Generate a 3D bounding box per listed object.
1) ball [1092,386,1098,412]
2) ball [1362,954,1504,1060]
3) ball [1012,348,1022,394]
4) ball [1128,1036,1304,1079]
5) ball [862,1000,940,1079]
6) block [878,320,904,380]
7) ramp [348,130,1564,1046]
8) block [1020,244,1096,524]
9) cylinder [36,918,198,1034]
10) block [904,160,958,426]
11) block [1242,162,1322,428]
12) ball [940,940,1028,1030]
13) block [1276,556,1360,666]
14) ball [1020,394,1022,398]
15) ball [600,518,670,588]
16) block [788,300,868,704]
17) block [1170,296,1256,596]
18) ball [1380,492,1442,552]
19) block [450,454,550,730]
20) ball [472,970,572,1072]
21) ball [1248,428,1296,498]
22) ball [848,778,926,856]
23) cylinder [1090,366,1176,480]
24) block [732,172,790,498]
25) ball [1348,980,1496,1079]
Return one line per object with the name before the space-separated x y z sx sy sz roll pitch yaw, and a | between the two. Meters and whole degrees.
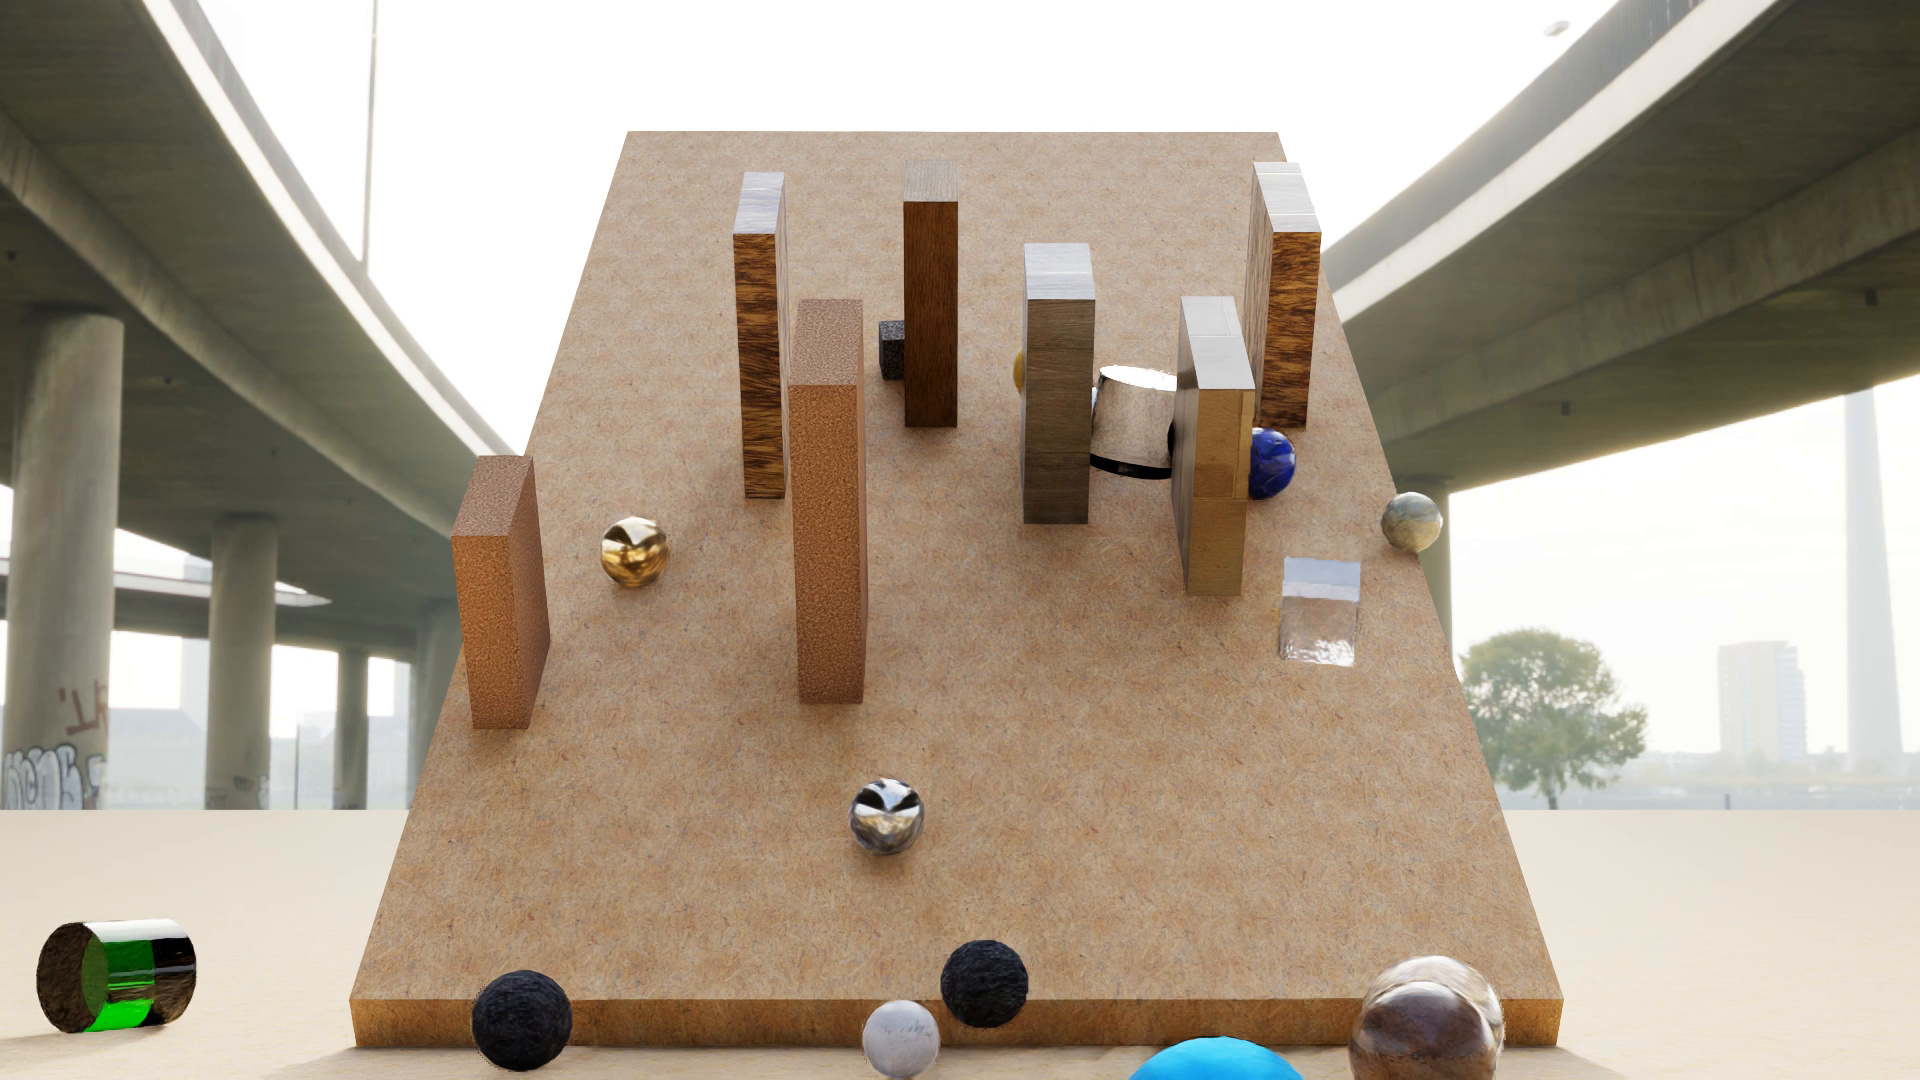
ball | 0.314 -0.281 5.614 0.149 0.149 0.149 0 -6 0
ball | 0.645 0.666 3.312 0.194 0.194 0.194 0 -6 0
ball | 0.202 -0.389 5.568 0.164 0.164 0.164 0 -6 0
ball | 0.225 0.534 2.111 0.197 0.197 0.197 0 -6 0
ball | -0.086 0.732 3.543 0.113 0.113 0.113 0 -6 0
block | -0.141 -0.470 5.976 0.109 0.109 0.109 -4 30 -6
ramp | -0.013 -0.208 5.734 2.000 0.100 4.000 0 30 0
block | 0.211 -0.344 5.329 0.142 0.544 0.294 0 30 0
cylinder | -1.507 0.777 4.325 0.193 0.193 0.193 -4 -7 31
block | -0.068 -0.579 5.704 0.124 0.573 0.254 0 30 0
block | 0.765 -0.591 5.798 0.110 0.502 0.430 0 30 0
ball | 0.040 0.717 3.906 0.143 0.143 0.143 0 -6 0
block | 0.725 0.143 4.886 0.152 0.152 0.152 5 31 8
ball | 0.226 -0.368 5.736 0.176 0.176 0.176 0 -6 0
ball | -0.683 0.026 5.081 0.148 0.148 0.148 0 -6 0
block | -0.251 -0.074 4.713 0.124 0.695 0.372 0 30 0
block | 0.533 -0.204 5.148 0.112 0.486 0.445 0 30 0
ball | 0.974 -0.038 5.221 0.129 0.129 0.129 0 -6 0
block | -0.882 0.099 4.674 0.104 0.431 0.312 0 30 0
ball | -0.660 0.725 3.649 0.150 0.150 0.150 0 -6 0
ball | 0.675 -0.174 5.425 0.157 0.157 0.157 0 -6 0
ball | -0.129 0.492 4.297 0.137 0.137 0.137 0 -6 0
cylinder | 0.400 -0.265 5.454 0.207 0.207 0.207 9 16 -3
block | -0.438 -0.458 5.425 0.088 0.641 0.353 0 30 0
ball | 0.575 0.640 3.009 0.181 0.181 0.181 0 -6 0
